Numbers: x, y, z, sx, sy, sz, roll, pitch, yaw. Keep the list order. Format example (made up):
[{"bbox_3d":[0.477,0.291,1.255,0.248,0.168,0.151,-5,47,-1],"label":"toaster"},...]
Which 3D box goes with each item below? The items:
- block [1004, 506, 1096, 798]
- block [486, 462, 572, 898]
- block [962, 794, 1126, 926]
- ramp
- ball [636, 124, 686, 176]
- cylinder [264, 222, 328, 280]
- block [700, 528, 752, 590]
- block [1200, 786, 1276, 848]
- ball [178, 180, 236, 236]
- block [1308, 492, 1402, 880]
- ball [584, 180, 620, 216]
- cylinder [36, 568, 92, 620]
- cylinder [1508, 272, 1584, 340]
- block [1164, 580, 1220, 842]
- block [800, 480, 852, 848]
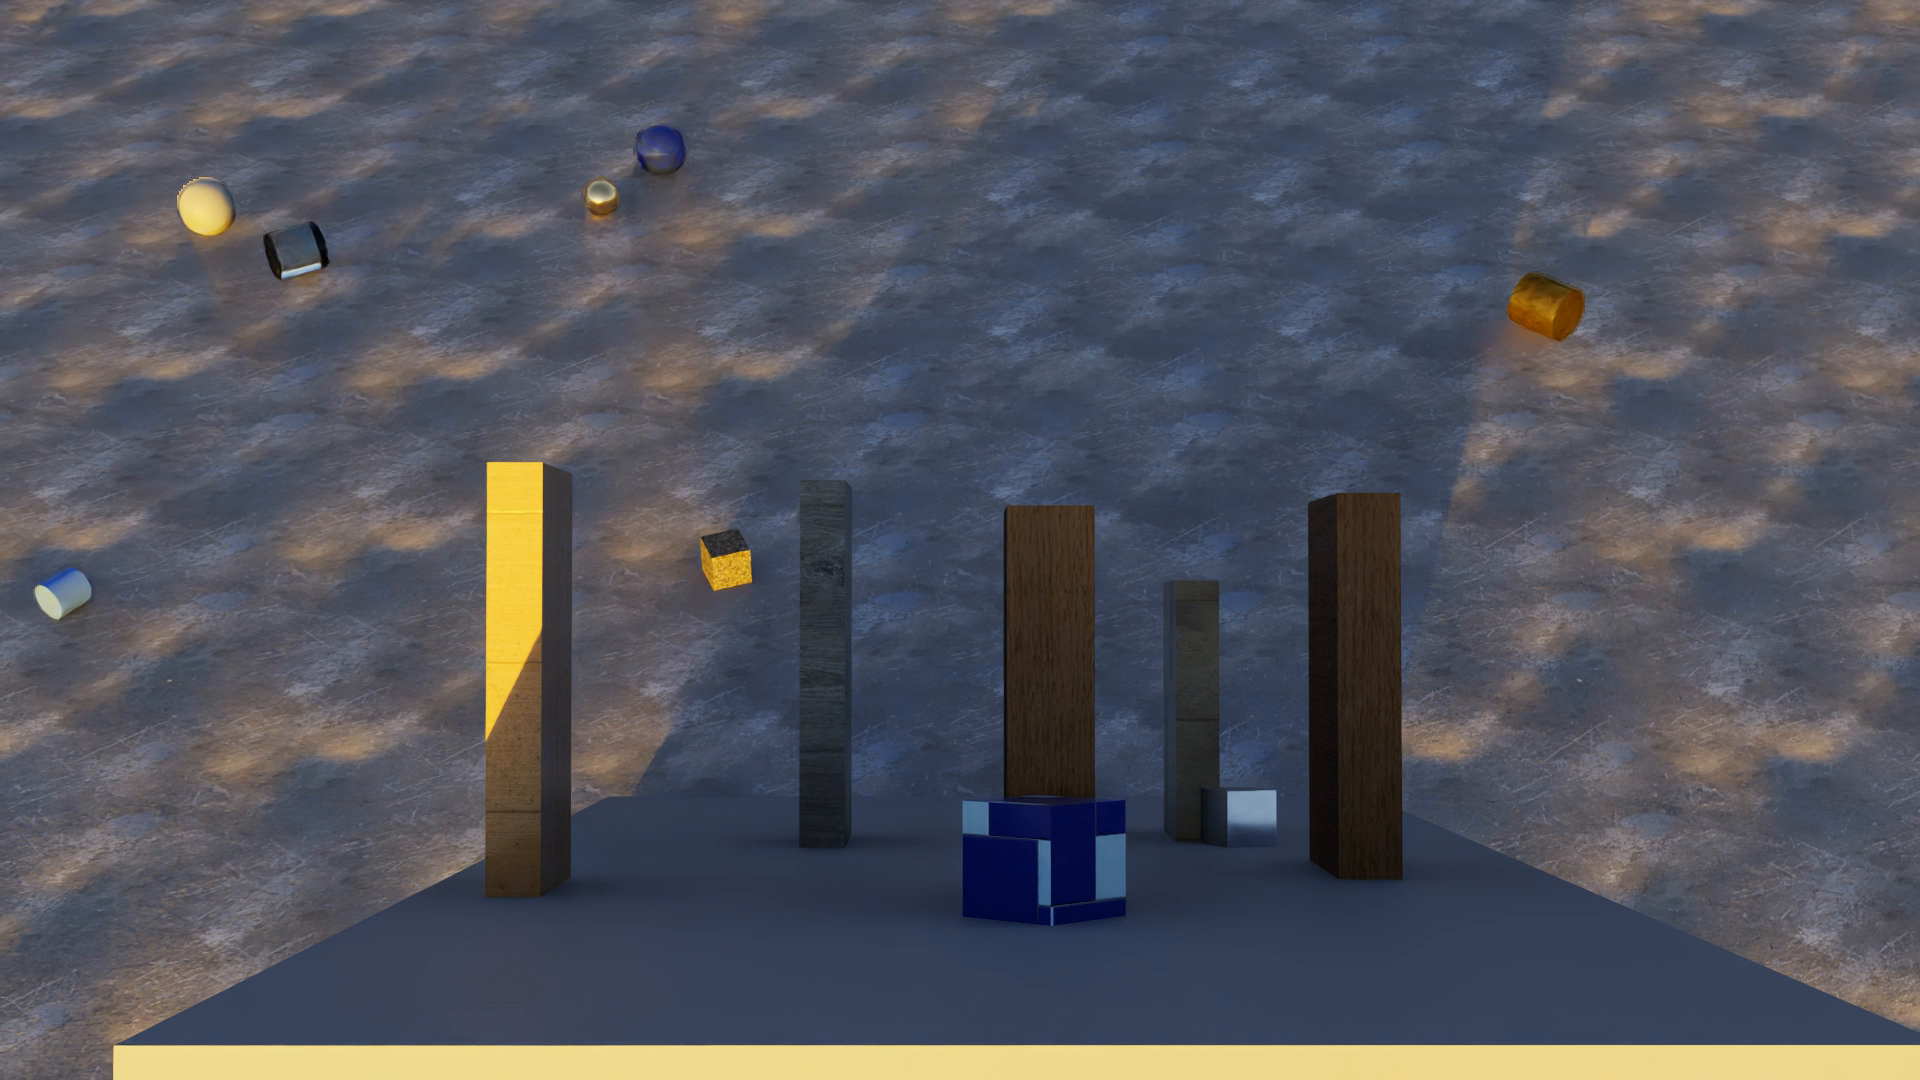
[{"bbox_3d":[0.147,0.273,4.363,0.142,0.649,0.316,0,-2,0],"label":"block"},{"bbox_3d":[-0.749,0.239,4.527,0.093,0.729,0.337,0,-2,0],"label":"block"},{"bbox_3d":[0.132,0.499,4.070,0.181,0.181,0.181,-2,-2,42],"label":"block"},{"bbox_3d":[0.077,0.663,4.829,2.000,0.100,4.000,0,-2,0],"label":"ramp"},{"bbox_3d":[-1.139,-1.486,9.900,0.193,0.193,0.193,0,35,0],"label":"ball"},{"bbox_3d":[-2.368,-1.032,9.265,0.172,0.172,0.172,-20,39,-26],"label":"cylinder"},{"bbox_3d":[-0.698,0.058,7.750,0.118,0.118,0.118,-13,37,-18],"label":"block"},{"bbox_3d":[0.576,0.572,5.368,0.114,0.114,0.114,1,-2,-23],"label":"block"},{"bbox_3d":[-2.753,-1.216,9.505,0.203,0.203,0.203,0,35,0],"label":"ball"},{"bbox_3d":[0.734,0.267,4.847,0.114,0.692,0.387,0,-2,0],"label":"block"},{"bbox_3d":[-1.331,-1.270,9.641,0.134,0.134,0.134,0,35,0],"label":"ball"},{"bbox_3d":[-2.627,0.156,7.615,0.112,0.112,0.112,21,40,27],"label":"cylinder"},{"bbox_3d":[2.014,-0.803,8.929,0.182,0.182,0.182,-29,44,-35],"label":"cylinder"},{"bbox_3d":[0.496,0.363,5.585,0.091,0.546,0.327,0,-2,0],"label":"block"},{"bbox_3d":[-0.281,0.257,5.469,0.093,0.750,0.332,0,-2,0],"label":"block"}]
